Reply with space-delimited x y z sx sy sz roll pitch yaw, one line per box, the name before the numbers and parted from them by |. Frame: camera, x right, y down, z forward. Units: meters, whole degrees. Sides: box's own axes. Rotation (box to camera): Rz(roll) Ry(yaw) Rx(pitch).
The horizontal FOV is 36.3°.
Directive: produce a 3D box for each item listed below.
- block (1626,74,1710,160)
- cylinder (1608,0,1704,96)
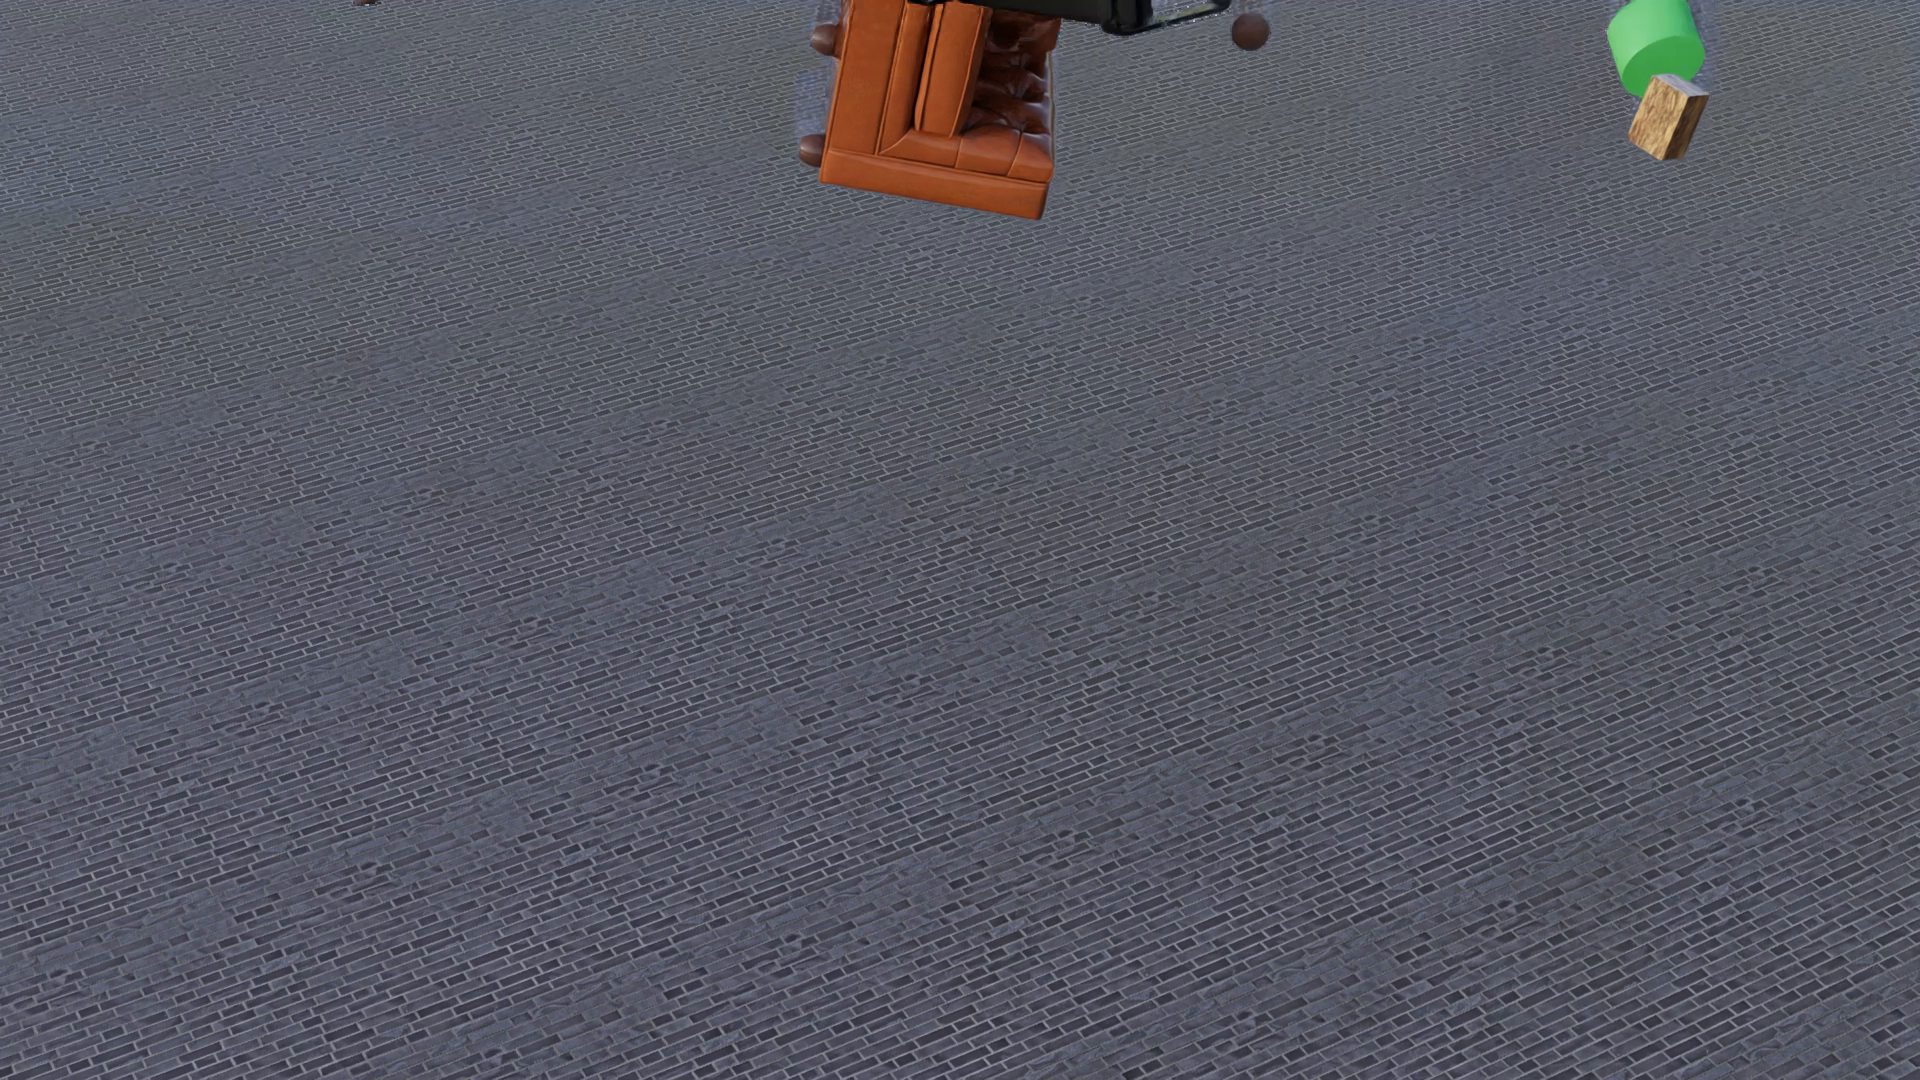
block | 2.244 -1.341 9.293 0.119 0.224 0.150 -12 41 -41
cylinder | 2.327 -1.658 9.809 0.255 0.290 0.211 22 45 -34
